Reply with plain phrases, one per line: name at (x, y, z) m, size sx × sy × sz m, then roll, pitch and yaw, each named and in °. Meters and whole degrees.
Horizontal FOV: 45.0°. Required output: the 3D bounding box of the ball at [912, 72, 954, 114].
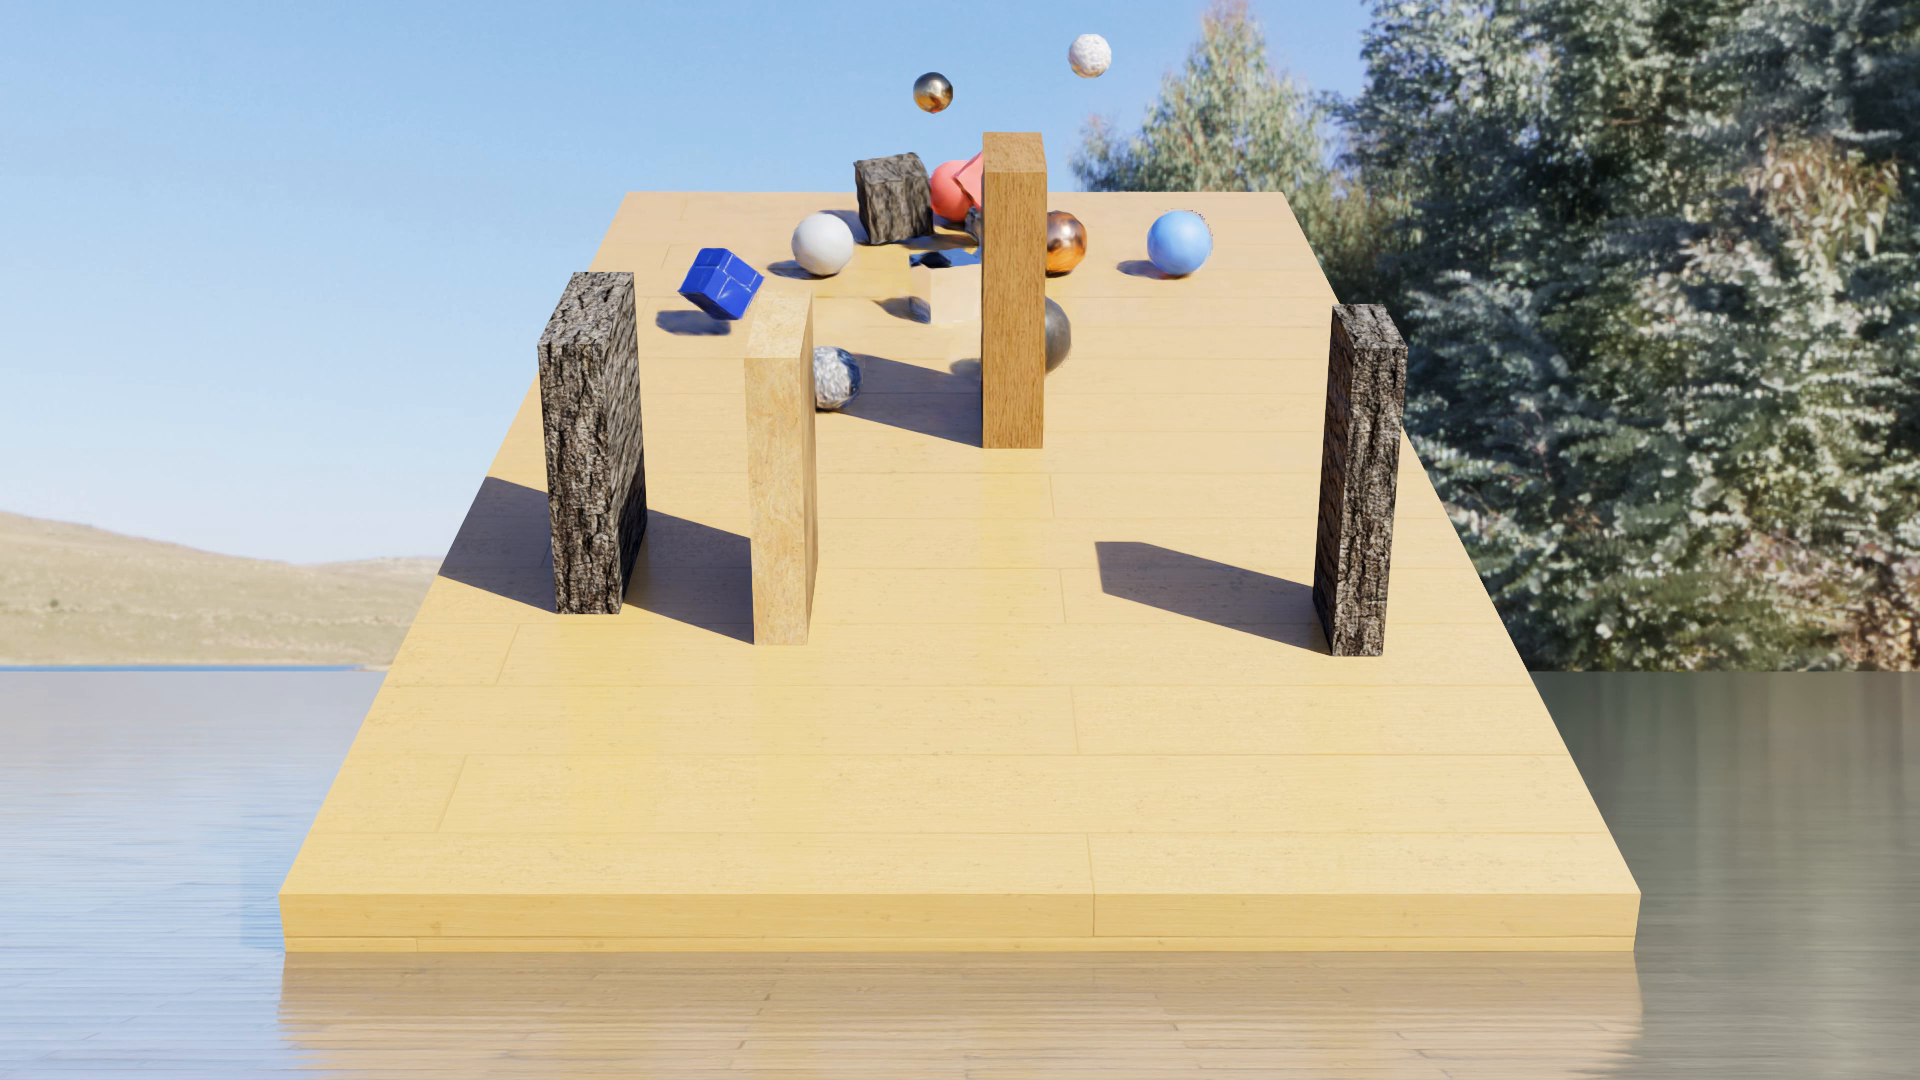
ball at (-0.076, -1.254, 6.493) m, size 0.114 × 0.114 × 0.114 m, roll 0°, pitch -3°, yaw 0°

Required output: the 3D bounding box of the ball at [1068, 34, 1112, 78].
ball at (0.376, -1.404, 6.722) m, size 0.129 × 0.129 × 0.129 m, roll 0°, pitch -3°, yaw 0°

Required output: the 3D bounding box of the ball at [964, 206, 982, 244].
ball at (0.074, -0.894, 6.522) m, size 0.123 × 0.123 × 0.123 m, roll 0°, pitch -3°, yaw 0°

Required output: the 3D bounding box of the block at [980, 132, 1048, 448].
block at (0.116, -0.554, 5.110) m, size 0.132 × 0.616 × 0.360 m, roll 0°, pitch 23°, yaw 0°

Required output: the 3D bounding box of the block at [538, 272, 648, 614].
block at (-0.688, -0.191, 4.378) m, size 0.115 × 0.525 × 0.440 m, roll 0°, pitch 23°, yaw 0°

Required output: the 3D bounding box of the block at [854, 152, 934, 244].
block at (-0.187, -0.968, 6.560) m, size 0.181 × 0.181 × 0.181 m, roll -10°, pitch 32°, yaw -9°

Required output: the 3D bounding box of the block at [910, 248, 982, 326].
block at (-0.034, -0.649, 5.924) m, size 0.146 × 0.146 × 0.146 m, roll -10°, pitch 25°, yaw -21°

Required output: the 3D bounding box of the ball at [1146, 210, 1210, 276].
ball at (0.589, -0.801, 6.245) m, size 0.173 × 0.173 × 0.173 m, roll 0°, pitch -3°, yaw 0°

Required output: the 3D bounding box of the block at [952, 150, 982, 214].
block at (0.071, -0.992, 6.388) m, size 0.128 × 0.128 × 0.128 m, roll -42°, pitch 11°, yaw 1°

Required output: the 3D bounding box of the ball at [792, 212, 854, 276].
ball at (-0.370, -0.796, 6.237) m, size 0.168 × 0.168 × 0.168 m, roll 0°, pitch -3°, yaw 0°

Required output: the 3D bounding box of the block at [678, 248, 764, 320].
block at (-0.597, -0.637, 5.780) m, size 0.128 × 0.128 × 0.128 m, roll 36°, pitch -15°, yaw -34°

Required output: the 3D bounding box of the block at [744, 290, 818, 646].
block at (-0.322, -0.138, 4.234) m, size 0.094 × 0.544 × 0.391 m, roll 0°, pitch 23°, yaw 0°

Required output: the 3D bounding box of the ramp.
ramp at (-0.008, -0.226, 5.255) m, size 2.000 × 0.100 × 4.000 m, roll 0°, pitch 23°, yaw 0°

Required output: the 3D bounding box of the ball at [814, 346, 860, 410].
ball at (-0.300, -0.370, 5.276) m, size 0.146 × 0.146 × 0.146 m, roll 0°, pitch -3°, yaw 0°

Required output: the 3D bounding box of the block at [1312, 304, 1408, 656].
block at (0.708, -0.106, 4.123) m, size 0.090 × 0.578 × 0.246 m, roll 0°, pitch 23°, yaw 0°

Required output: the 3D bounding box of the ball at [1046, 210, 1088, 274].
ball at (0.261, -0.804, 6.258) m, size 0.169 × 0.169 × 0.169 m, roll 0°, pitch -3°, yaw 0°

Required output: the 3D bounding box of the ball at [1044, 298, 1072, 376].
ball at (0.164, -0.480, 5.447) m, size 0.199 × 0.199 × 0.199 m, roll 0°, pitch -3°, yaw 0°

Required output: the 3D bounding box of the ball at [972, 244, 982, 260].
ball at (0.113, -0.695, 5.986) m, size 0.182 × 0.182 × 0.182 m, roll 0°, pitch -3°, yaw 0°

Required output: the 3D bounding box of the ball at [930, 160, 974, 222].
ball at (-0.006, -1.013, 6.726) m, size 0.181 × 0.181 × 0.181 m, roll 0°, pitch -3°, yaw 0°
